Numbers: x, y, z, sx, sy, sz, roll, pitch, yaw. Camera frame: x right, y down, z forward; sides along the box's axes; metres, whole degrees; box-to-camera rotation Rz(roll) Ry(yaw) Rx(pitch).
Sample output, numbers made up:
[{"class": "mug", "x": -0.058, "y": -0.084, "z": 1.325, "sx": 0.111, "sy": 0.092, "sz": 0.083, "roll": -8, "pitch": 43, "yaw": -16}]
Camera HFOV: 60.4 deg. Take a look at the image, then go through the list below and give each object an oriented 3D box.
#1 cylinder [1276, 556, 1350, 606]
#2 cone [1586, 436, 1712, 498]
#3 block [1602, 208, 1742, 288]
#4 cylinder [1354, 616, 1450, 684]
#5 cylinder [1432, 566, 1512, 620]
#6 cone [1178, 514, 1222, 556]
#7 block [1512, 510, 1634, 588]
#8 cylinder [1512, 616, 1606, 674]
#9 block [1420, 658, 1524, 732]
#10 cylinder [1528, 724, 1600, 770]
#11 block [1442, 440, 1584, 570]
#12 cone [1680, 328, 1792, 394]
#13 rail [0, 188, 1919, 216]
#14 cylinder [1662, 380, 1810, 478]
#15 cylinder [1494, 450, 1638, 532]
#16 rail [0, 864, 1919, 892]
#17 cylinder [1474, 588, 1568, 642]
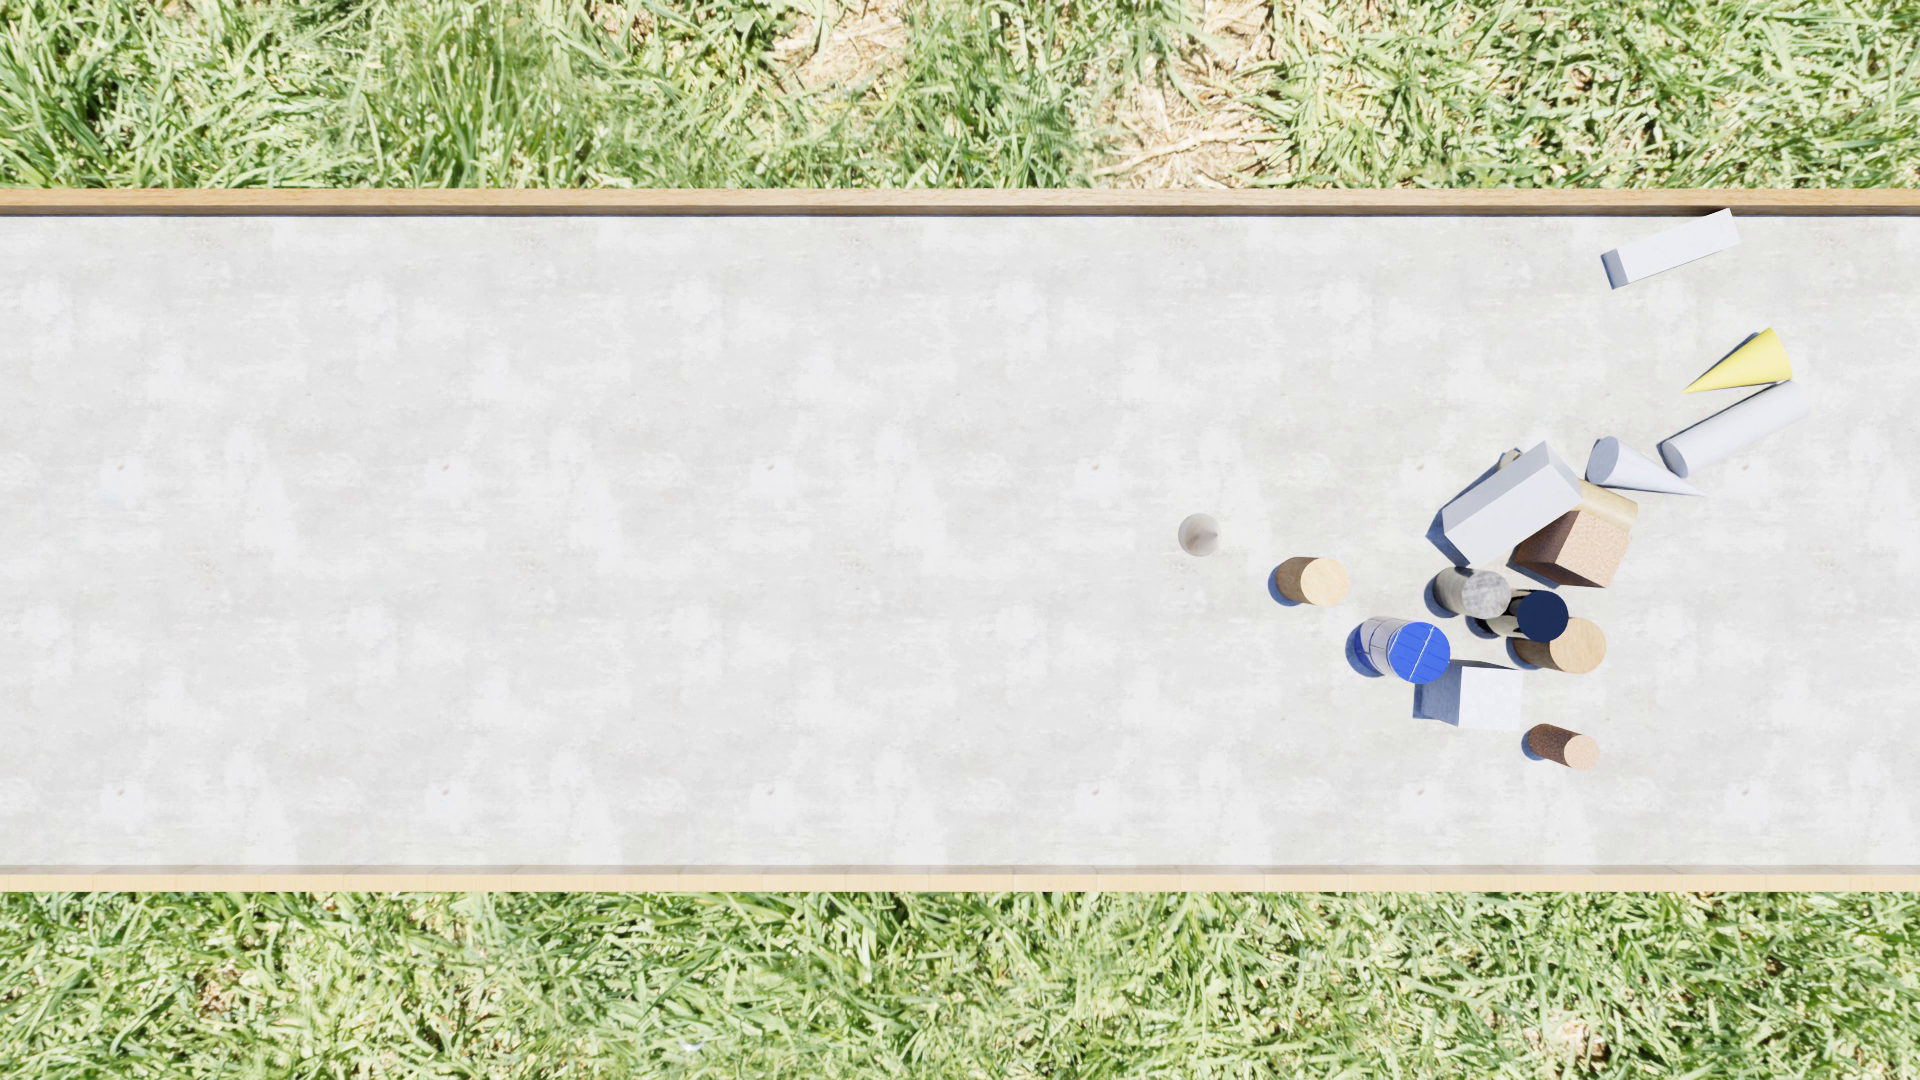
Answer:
[{"class": "cylinder", "x": 1.041, "y": 0.120, "z": 4.889, "sx": 0.139, "sy": 0.375, "sz": 0.139, "roll": 0, "pitch": 90, "yaw": 0}, {"class": "cone", "x": 2.133, "y": -0.186, "z": 5.038, "sx": 0.392, "sy": 0.154, "sz": 0.154, "roll": 17, "pitch": 90, "yaw": -11}, {"class": "block", "x": 2.164, "y": -0.887, "z": 5.020, "sx": 0.359, "sy": 0.112, "sz": 0.112, "roll": -20, "pitch": 90, "yaw": 0}, {"class": "cylinder", "x": 1.300, "y": 0.319, "z": 4.870, "sx": 0.176, "sy": 0.413, "sz": 0.176, "roll": 0, "pitch": 90, "yaw": 0}, {"class": "cylinder", "x": 1.522, "y": 0.155, "z": 4.916, "sx": 0.141, "sy": 0.317, "sz": 0.141, "roll": 0, "pitch": 91, "yaw": 1}, {"class": "cone", "x": 0.738, "y": -0.015, "z": 4.894, "sx": 0.134, "sy": 0.365, "sz": 0.134, "roll": 0, "pitch": 90, "yaw": 0}, {"class": "block", "x": 1.814, "y": 0.027, "z": 4.896, "sx": 0.168, "sy": 0.361, "sz": 0.168, "roll": 26, "pitch": 90, "yaw": 0}, {"class": "cylinder", "x": 1.782, "y": 0.306, "z": 4.915, "sx": 0.163, "sy": 0.323, "sz": 0.163, "roll": 0, "pitch": 90, "yaw": 0}, {"class": "block", "x": 1.510, "y": 0.452, "z": 4.883, "sx": 0.173, "sy": 0.386, "sz": 0.173, "roll": 4, "pitch": 90, "yaw": 0}, {"class": "cylinder", "x": 1.799, "y": 0.616, "z": 4.923, "sx": 0.103, "sy": 0.308, "sz": 0.103, "roll": 0, "pitch": 90, "yaw": 0}, {"class": "block", "x": 1.639, "y": -0.103, "z": 4.905, "sx": 0.157, "sy": 0.157, "sz": 0.368, "roll": 44, "pitch": 119, "yaw": -12}, {"class": "cone", "x": 2.347, "y": -0.507, "z": 5.035, "sx": 0.305, "sy": 0.172, "sz": 0.172, "roll": -23, "pitch": 90, "yaw": 16}, {"class": "rail", "x": -2.247, "y": -1.025, "z": 5.002, "sx": 12.000, "sy": 0.150, "sz": 0.050, "roll": 0, "pitch": 90, "yaw": 0}, {"class": "cylinder", "x": 2.359, "y": -0.337, "z": 5.014, "sx": 0.415, "sy": 0.126, "sz": 0.126, "roll": -27, "pitch": 90, "yaw": 0}, {"class": "cylinder", "x": 1.836, "y": -0.135, "z": 5.010, "sx": 0.406, "sy": 0.133, "sz": 0.133, "roll": 23, "pitch": 90, "yaw": 0}, {"class": "rail", "x": -2.247, "y": 1.025, "z": 5.001, "sx": 12.000, "sy": 0.150, "sz": 0.050, "roll": 0, "pitch": 90, "yaw": 0}, {"class": "cylinder", "x": 1.653, "y": 0.216, "z": 4.878, "sx": 0.149, "sy": 0.398, "sz": 0.149, "roll": 0, "pitch": 90, "yaw": 0}]
